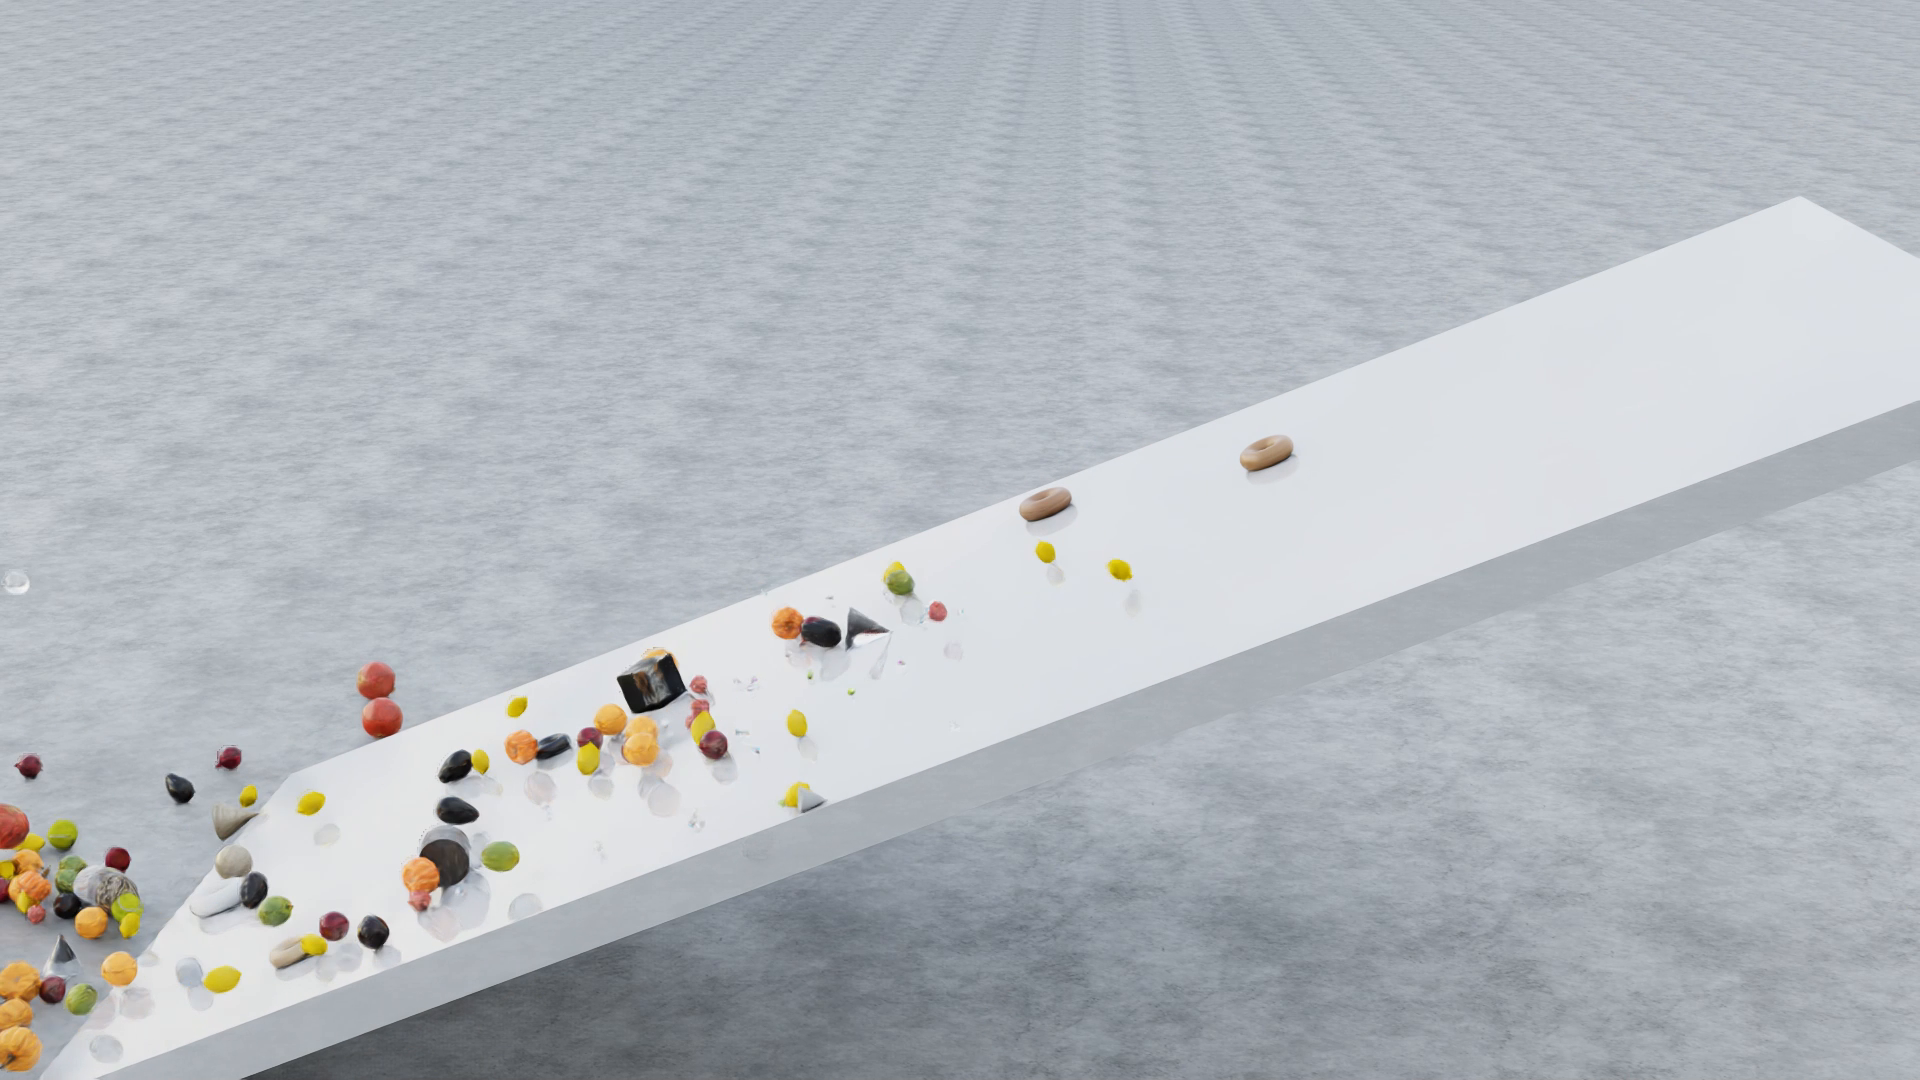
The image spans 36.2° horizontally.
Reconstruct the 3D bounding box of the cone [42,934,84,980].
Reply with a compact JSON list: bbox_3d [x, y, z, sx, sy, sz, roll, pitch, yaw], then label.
[{"bbox_3d":[-1.971,0.905,6.454,0.089,0.089,0.089,0,14,0],"label":"cone"}]

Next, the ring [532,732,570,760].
[{"bbox_3d":[-0.917,0.462,6.590,0.094,0.031,0.094,-21,14,5],"label":"ring"}]

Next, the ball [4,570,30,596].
[{"bbox_3d":[-3.072,0.140,9.581,0.079,0.079,0.079,0,14,0],"label":"ball"}]

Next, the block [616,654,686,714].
[{"bbox_3d":[-0.697,0.325,6.638,0.094,0.094,0.094,-14,15,38],"label":"block"}]

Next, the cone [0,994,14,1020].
[{"bbox_3d":[-2.025,0.995,6.208,0.074,0.074,0.074,30,20,8],"label":"cone"}]

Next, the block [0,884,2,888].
[{"bbox_3d":[-2.338,0.779,6.952,0.096,0.096,0.096,13,19,42],"label":"block"}]

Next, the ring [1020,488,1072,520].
[{"bbox_3d":[0.201,-0.086,6.937,0.131,0.044,0.131,-20,13,5],"label":"ring"}]

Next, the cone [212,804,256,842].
[{"bbox_3d":[-1.763,0.679,7.195,0.098,0.098,0.098,-17,11,11],"label":"cone"}]

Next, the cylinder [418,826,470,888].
[{"bbox_3d":[-1.031,0.632,5.887,0.099,0.099,0.099,-2,11,-7],"label":"cylinder"}]

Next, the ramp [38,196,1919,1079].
[{"bbox_3d":[0.124,0.173,6.290,4.000,0.100,2.000,-21,12,7],"label":"ramp"}]

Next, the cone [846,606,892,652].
[{"bbox_3d":[-0.195,0.198,6.410,0.100,0.100,0.100,5,14,0],"label":"cone"}]

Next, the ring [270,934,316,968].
[{"bbox_3d":[-1.315,0.809,5.792,0.098,0.033,0.098,-21,15,6],"label":"ring"}]

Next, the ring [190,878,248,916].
[{"bbox_3d":[-1.620,0.781,6.437,0.134,0.045,0.134,-20,12,4],"label":"ring"}]

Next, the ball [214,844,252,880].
[{"bbox_3d":[-1.607,0.716,6.509,0.082,0.082,0.082,0,14,0],"label":"ball"}]

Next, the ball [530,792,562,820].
[{"bbox_3d":[-0.859,0.554,6.101,0.066,0.066,0.066,0,14,0],"label":"ball"}]

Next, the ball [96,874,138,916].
[{"bbox_3d":[-1.925,0.812,6.714,0.095,0.095,0.095,0,14,0],"label":"ball"}]

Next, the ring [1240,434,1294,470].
[{"bbox_3d":[0.682,-0.194,6.545,0.127,0.042,0.127,-22,16,7],"label":"ring"}]
